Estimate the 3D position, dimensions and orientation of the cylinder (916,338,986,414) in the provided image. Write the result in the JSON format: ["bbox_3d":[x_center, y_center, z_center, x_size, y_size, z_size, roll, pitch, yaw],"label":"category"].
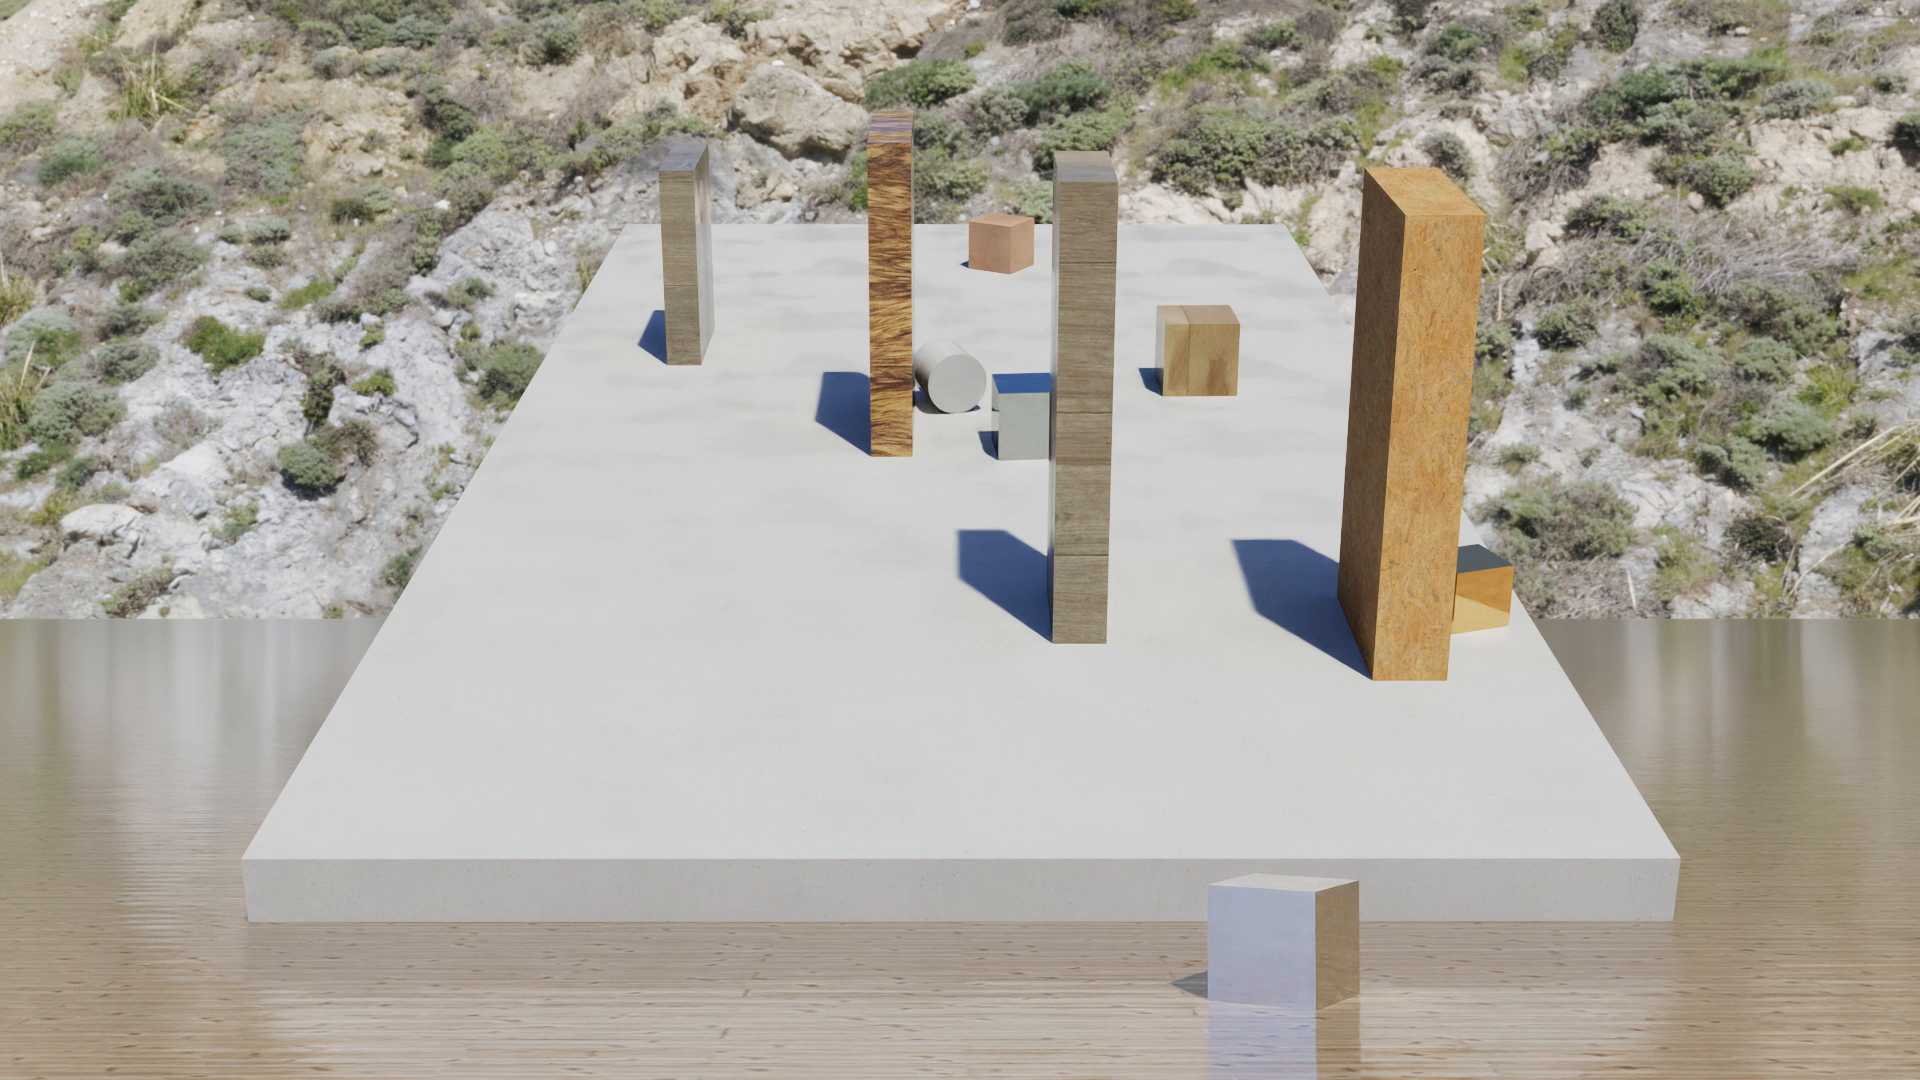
[{"bbox_3d":[-0.026,-0.372,5.140,0.138,0.138,0.138,1,19,-19],"label":"cylinder"}]

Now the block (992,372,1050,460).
[{"bbox_3d":[0.148,-0.263,4.837,0.147,0.147,0.147,-2,21,-5],"label":"block"}]

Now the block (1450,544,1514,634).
[{"bbox_3d":[0.880,0.085,3.959,0.113,0.113,0.113,-7,22,-19],"label":"block"}]

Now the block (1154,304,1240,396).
[{"bbox_3d":[0.549,-0.440,5.278,0.171,0.171,0.171,-1,21,-2],"label":"block"}]

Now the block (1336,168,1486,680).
[{"bbox_3d":[0.737,-0.196,3.765,0.122,0.774,0.367,0,21,0],"label":"block"}]

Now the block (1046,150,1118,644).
[{"bbox_3d":[0.204,-0.240,3.853,0.092,0.793,0.258,0,21,0],"label":"block"}]

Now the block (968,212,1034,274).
[{"bbox_3d":[0.116,-0.832,6.376,0.134,0.134,0.134,12,24,29],"label":"block"}]

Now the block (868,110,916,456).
[{"bbox_3d":[-0.144,-0.555,4.876,0.088,0.666,0.385,0,21,0],"label":"block"}]

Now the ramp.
[{"bbox_3d":[-0.005,-0.211,5.049,2.000,0.100,4.000,0,21,0],"label":"ramp"}]

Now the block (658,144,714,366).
[{"bbox_3d":[-0.662,-0.699,5.536,0.081,0.471,0.339,0,21,0],"label":"block"}]

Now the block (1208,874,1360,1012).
[{"bbox_3d":[0.367,0.452,2.572,0.129,0.129,0.129,-1,-2,31],"label":"block"}]
